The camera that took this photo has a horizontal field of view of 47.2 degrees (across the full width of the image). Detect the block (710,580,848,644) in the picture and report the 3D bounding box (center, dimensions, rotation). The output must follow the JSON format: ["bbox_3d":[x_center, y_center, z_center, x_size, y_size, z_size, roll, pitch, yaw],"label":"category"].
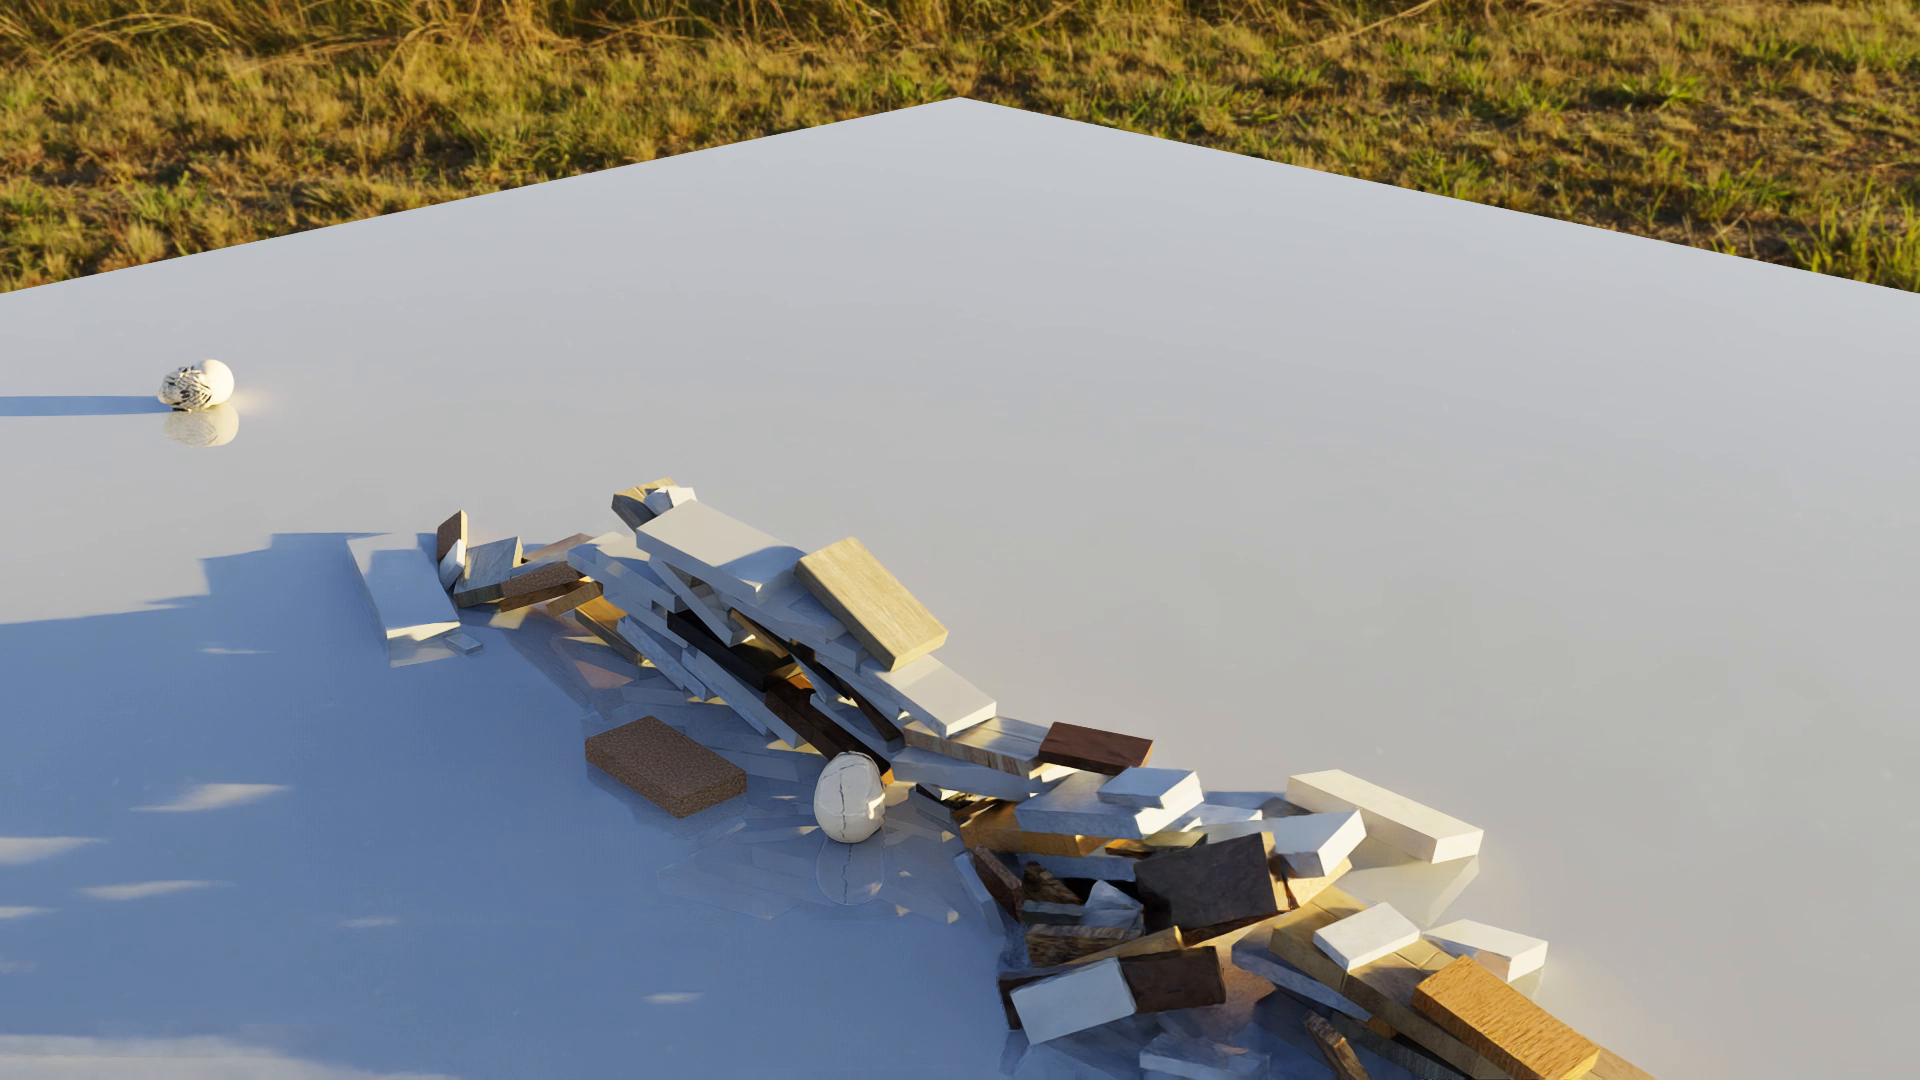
[{"bbox_3d":[-0.389,0.090,4.653,0.414,0.044,0.154,25,38,30],"label":"block"}]

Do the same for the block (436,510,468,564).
[{"bbox_3d":[-1.315,-0.006,5.694,0.080,0.023,0.228,-36,25,4],"label":"block"}]

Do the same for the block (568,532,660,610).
[{"bbox_3d":[-0.757,0.069,5.075,0.282,0.040,0.141,25,34,32],"label":"block"}]

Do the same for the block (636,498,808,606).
[{"bbox_3d":[-0.504,0.024,4.660,0.338,0.048,0.169,24,37,29],"label":"block"}]

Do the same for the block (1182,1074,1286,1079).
[{"bbox_3d":[0.450,0.908,3.591,0.167,0.024,0.084,0,23,1],"label":"block"}]

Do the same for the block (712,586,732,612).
[{"bbox_3d":[-0.517,0.059,4.800,0.091,0.183,0.026,-25,-10,-42],"label":"block"}]

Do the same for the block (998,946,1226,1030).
[{"bbox_3d":[0.257,0.760,3.729,0.375,0.096,0.027,-10,17,14],"label":"block"}]

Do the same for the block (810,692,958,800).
[{"bbox_3d":[-0.149,0.416,4.564,0.079,0.022,0.405,-21,41,-40],"label":"block"}]

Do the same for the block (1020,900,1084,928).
[{"bbox_3d":[0.205,0.697,3.951,0.182,0.091,0.026,-1,35,32],"label":"block"}]

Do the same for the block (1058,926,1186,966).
[{"bbox_3d":[0.288,0.745,3.750,0.221,0.111,0.031,-22,15,17],"label":"block"}]

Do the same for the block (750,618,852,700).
[{"bbox_3d":[-0.328,0.214,4.708,0.347,0.026,0.091,38,43,23],"label":"block"}]

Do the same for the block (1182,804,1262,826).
[{"bbox_3d":[0.417,0.561,4.289,0.310,0.044,0.155,2,18,39],"label":"block"}]

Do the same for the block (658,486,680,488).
[{"bbox_3d":[-0.643,-0.087,4.937,0.045,0.013,0.091,-2,41,-25],"label":"block"}]

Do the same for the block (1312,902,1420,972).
[{"bbox_3d":[0.683,0.665,3.694,0.167,0.024,0.084,-14,37,-34],"label":"block"}]

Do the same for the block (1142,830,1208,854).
[{"bbox_3d":[0.385,0.543,3.944,0.108,0.015,0.054,-4,19,40],"label":"block"}]

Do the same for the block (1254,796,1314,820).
[{"bbox_3d":[0.575,0.611,4.258,0.175,0.049,0.349,20,30,39],"label":"block"}]

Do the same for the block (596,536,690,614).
[{"bbox_3d":[-0.676,0.070,4.983,0.151,0.043,0.301,-20,34,-39],"label":"block"}]

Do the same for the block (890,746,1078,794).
[{"bbox_3d":[0.057,0.438,4.358,0.382,0.044,0.155,0,20,39],"label":"block"}]

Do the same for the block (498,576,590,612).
[{"bbox_3d":[-1.003,0.128,5.307,0.203,0.029,0.102,-15,6,27],"label":"block"}]

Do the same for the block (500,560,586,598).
[{"bbox_3d":[-0.961,0.080,5.286,0.282,0.040,0.141,-13,7,40],"label":"block"}]

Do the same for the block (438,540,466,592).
[{"bbox_3d":[-1.273,0.064,5.513,0.023,0.080,0.159,35,12,-22],"label":"block"}]

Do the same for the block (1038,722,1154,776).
[{"bbox_3d":[0.257,0.398,4.151,0.196,0.028,0.098,10,32,17],"label":"block"}]

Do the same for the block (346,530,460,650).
[{"bbox_3d":[-1.378,0.116,5.426,0.169,0.048,0.589,-10,25,-21],"label":"block"}]

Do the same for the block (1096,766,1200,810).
[{"bbox_3d":[0.336,0.444,3.943,0.091,0.026,0.182,-31,15,-32],"label":"block"}]

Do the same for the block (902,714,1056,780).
[{"bbox_3d":[0.059,0.395,4.351,0.132,0.037,0.407,-23,18,-33],"label":"block"}]

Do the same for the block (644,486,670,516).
[{"bbox_3d":[-0.640,-0.062,4.881,0.120,0.017,0.060,43,45,12],"label":"block"}]

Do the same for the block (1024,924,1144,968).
[{"bbox_3d":[0.227,0.730,3.830,0.221,0.111,0.031,-3,22,32],"label":"block"}]

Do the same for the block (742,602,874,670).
[{"bbox_3d":[-0.292,0.162,4.632,0.309,0.044,0.154,24,37,29],"label":"block"}]

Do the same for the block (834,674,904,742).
[{"bbox_3d":[-0.168,0.328,4.600,0.098,0.028,0.196,-19,58,-38],"label":"block"}]

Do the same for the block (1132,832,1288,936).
[{"bbox_3d":[0.431,0.598,3.804,0.268,0.134,0.038,-20,-17,35],"label":"block"}]

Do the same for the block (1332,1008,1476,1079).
[{"bbox_3d":[0.795,0.844,3.718,0.148,0.042,0.297,-21,31,-40],"label":"block"}]

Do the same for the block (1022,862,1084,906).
[{"bbox_3d":[0.170,0.670,4.073,0.023,0.082,0.164,-5,22,-31],"label":"block"}]

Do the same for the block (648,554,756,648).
[{"bbox_3d":[-0.537,0.107,4.852,0.151,0.043,0.302,-21,51,-39],"label":"block"}]

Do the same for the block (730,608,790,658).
[{"bbox_3d":[-0.412,0.187,4.748,0.158,0.022,0.079,38,42,23],"label":"block"}]

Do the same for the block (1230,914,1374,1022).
[{"bbox_3d":[0.616,0.730,3.776,0.268,0.038,0.134,18,30,37],"label":"block"}]

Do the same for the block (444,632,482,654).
[{"bbox_3d":[-1.167,0.243,5.171,0.045,0.013,0.091,-21,30,-40],"label":"block"}]

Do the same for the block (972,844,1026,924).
[{"bbox_3d":[0.076,0.645,4.133,0.023,0.082,0.164,-23,30,-18],"label":"block"}]

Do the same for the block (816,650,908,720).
[{"bbox_3d":[-0.165,0.269,4.554,0.132,0.037,0.264,-24,42,-37],"label":"block"}]

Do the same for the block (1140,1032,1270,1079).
[{"bbox_3d":[0.405,0.863,3.643,0.192,0.027,0.096,6,11,27],"label":"block"}]

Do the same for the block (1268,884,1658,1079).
[{"bbox_3d":[0.846,0.792,3.591,0.706,0.049,0.175,29,36,31],"label":"block"}]
